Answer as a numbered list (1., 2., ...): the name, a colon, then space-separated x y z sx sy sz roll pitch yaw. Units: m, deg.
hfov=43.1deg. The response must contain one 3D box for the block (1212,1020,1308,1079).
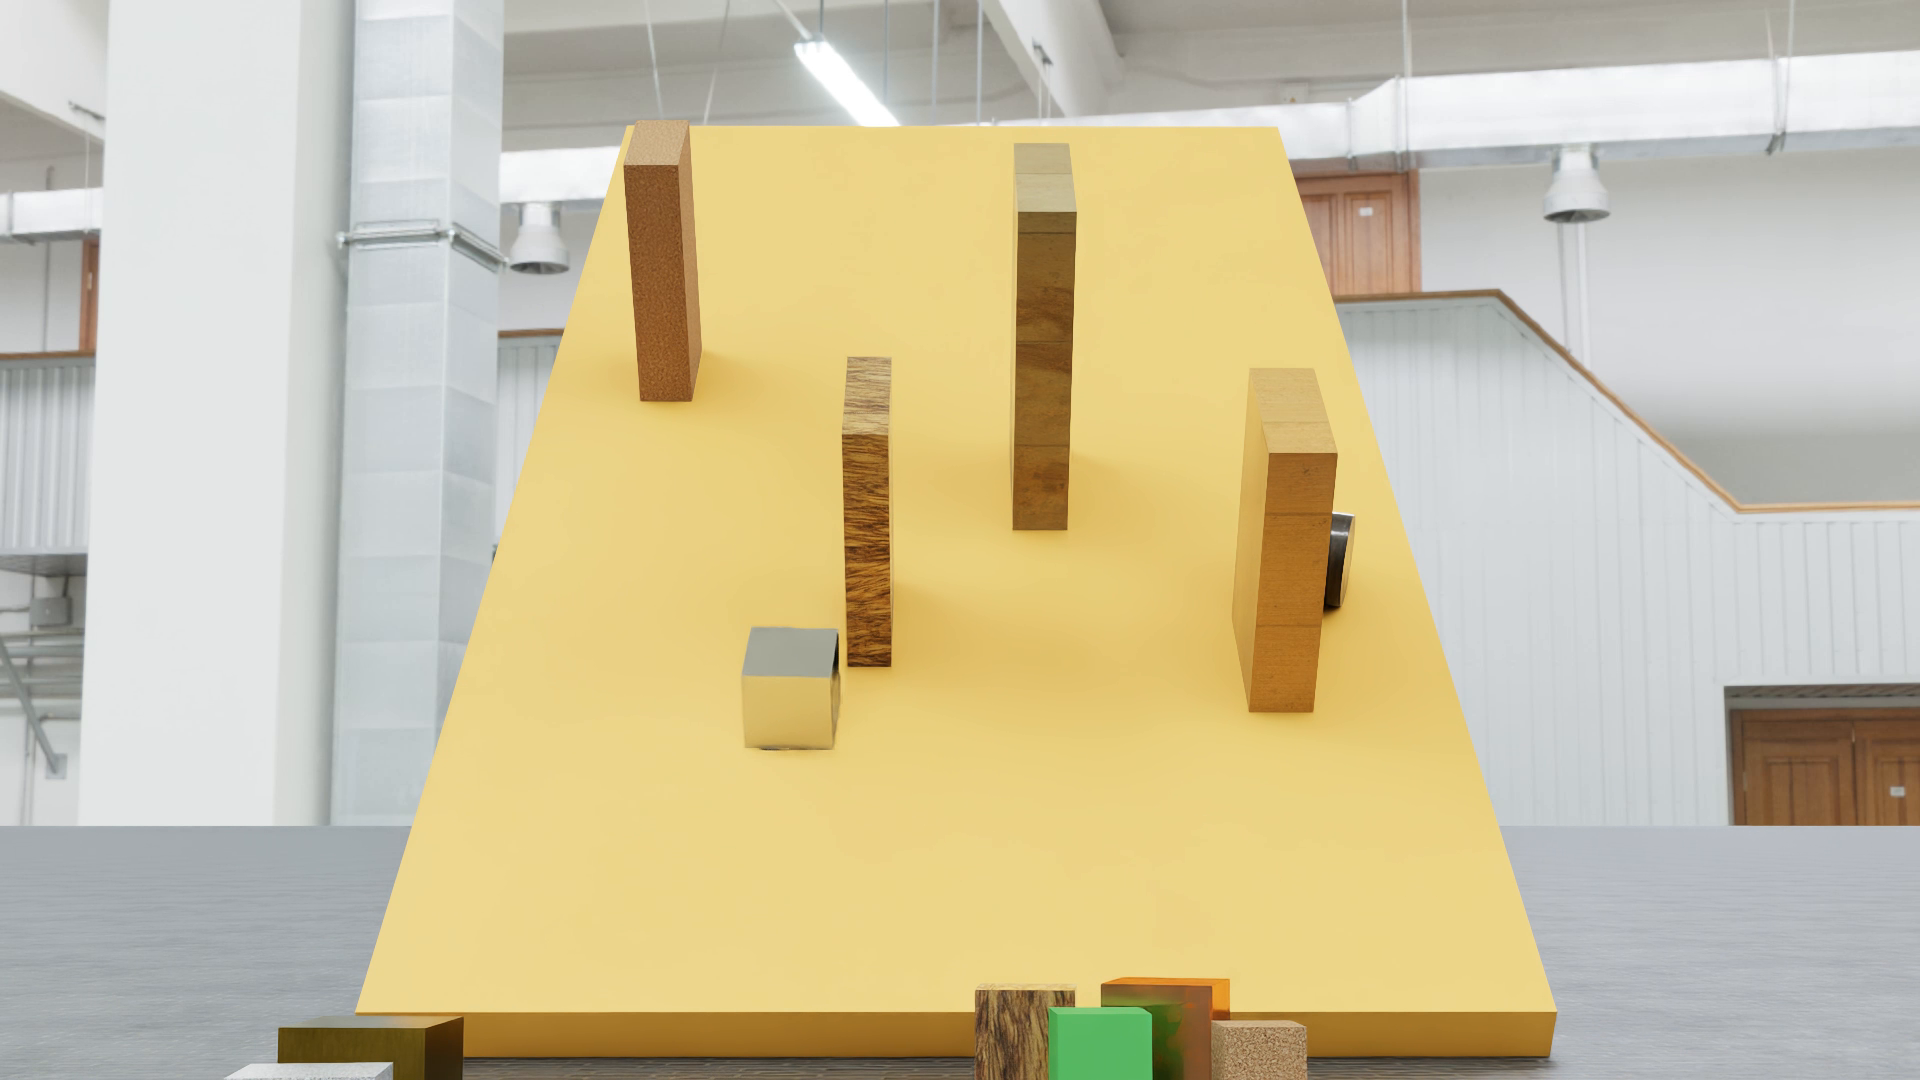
1. block: 0.417 0.733 3.389 0.114 0.114 0.114 0 -7 -3

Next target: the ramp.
1. ramp: -0.014 -0.201 5.784 2.000 0.100 4.000 0 31 0

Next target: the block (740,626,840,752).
1. block: -0.326 0.287 4.705 0.171 0.171 0.171 1 31 2

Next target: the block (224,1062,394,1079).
1. block: -0.657 0.609 2.452 0.145 0.145 0.145 1 -7 -6

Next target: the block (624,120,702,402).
1. block: -0.714 -0.673 5.871 0.126 0.614 0.282 0 31 0

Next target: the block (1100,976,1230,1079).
1. block: 0.302 0.727 3.549 0.162 0.162 0.162 -2 -7 15

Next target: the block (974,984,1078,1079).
1. block: 0.101 0.744 3.642 0.148 0.148 0.148 0 -7 4

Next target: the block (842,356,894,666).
1. block: -0.183 -0.058 4.927 0.089 0.535 0.331 0 31 0

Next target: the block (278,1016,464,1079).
1. block: -0.674 0.636 2.783 0.167 0.167 0.167 0 -7 3

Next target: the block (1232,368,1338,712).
1. block: 0.633 0.001 4.787 0.127 0.584 0.345 0 31 0

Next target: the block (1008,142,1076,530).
1. block: 0.178 -0.445 5.354 0.121 0.762 0.377 0 31 0

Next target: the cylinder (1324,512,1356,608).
1. cylinder: 0.719 0.029 5.117 0.196 0.196 0.196 8 -5 13

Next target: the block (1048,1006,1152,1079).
1. block: 0.196 0.726 3.408 0.131 0.131 0.131 0 -7 -3
